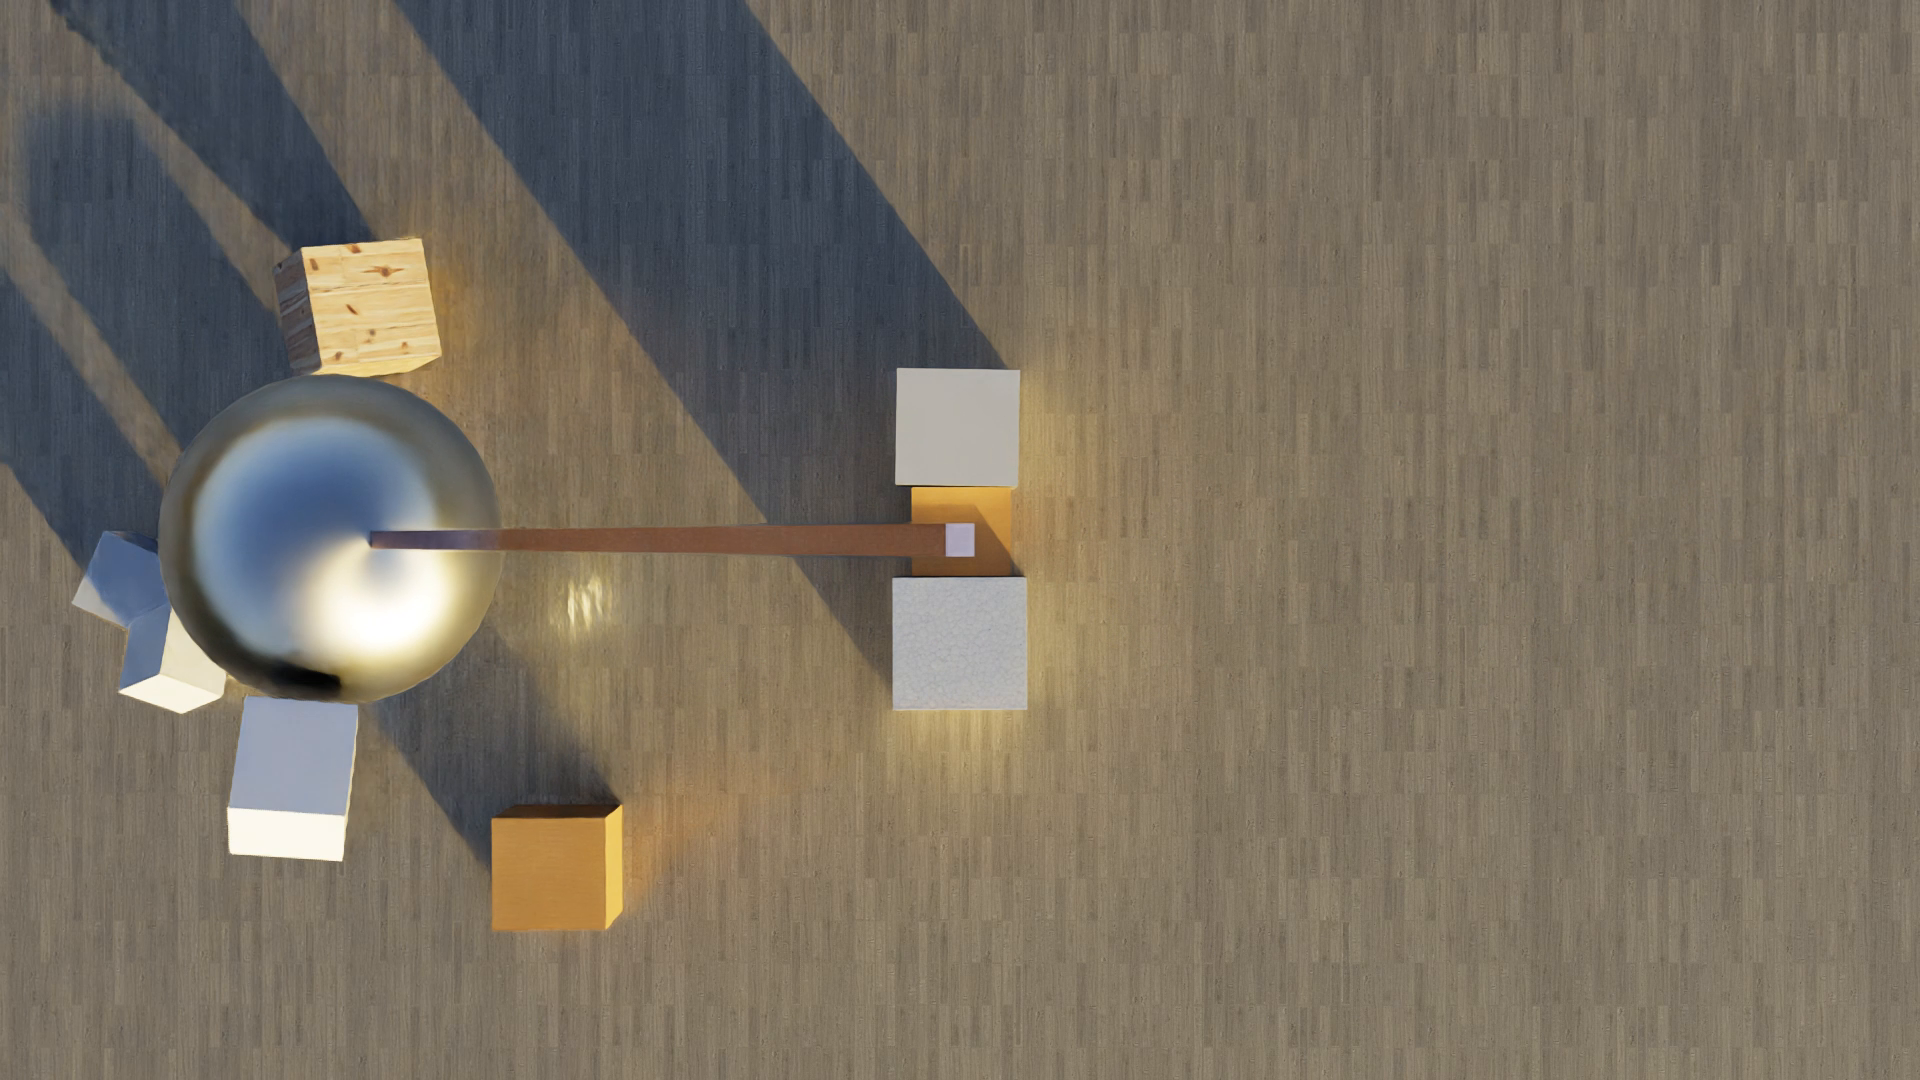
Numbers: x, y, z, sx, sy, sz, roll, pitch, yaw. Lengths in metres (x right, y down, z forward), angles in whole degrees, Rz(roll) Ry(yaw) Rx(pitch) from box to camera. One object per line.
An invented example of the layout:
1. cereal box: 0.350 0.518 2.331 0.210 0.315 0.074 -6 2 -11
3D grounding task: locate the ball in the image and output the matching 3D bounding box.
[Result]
1. ball: -3.000 0.000 10.543 1.600 1.600 1.600 0 90 0

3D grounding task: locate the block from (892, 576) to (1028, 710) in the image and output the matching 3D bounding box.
1. block: -0.001 0.582 12.673 0.754 0.655 0.743 0 90 0

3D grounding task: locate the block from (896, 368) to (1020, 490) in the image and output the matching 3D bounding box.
1. block: -0.014 -0.629 12.625 0.684 0.750 0.647 1 90 0

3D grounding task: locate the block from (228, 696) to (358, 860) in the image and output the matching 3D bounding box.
1. block: -3.040 1.091 10.045 0.496 0.487 0.558 6 57 -13

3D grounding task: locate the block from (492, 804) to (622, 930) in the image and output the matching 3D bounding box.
1. block: -2.316 1.880 12.692 0.642 0.616 0.627 0 90 0

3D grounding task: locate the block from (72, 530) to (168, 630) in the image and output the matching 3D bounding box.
1. block: -4.718 0.267 12.763 0.548 0.474 0.456 24 90 0

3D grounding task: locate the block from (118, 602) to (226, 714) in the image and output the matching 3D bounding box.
1. block: -4.383 0.660 12.311 0.390 0.402 0.439 -20 57 34

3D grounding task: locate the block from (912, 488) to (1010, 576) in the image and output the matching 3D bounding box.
1. block: 0.006 -0.048 12.704 0.557 0.591 0.499 0 90 0

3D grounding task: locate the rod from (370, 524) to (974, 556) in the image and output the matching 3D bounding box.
1. rod: -1.300 0.000 7.599 0.080 5.200 0.080 0 90 -30

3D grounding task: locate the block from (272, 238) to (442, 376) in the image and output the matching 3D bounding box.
1. block: -3.447 -1.305 12.571 0.693 0.572 0.675 -10 90 -33
